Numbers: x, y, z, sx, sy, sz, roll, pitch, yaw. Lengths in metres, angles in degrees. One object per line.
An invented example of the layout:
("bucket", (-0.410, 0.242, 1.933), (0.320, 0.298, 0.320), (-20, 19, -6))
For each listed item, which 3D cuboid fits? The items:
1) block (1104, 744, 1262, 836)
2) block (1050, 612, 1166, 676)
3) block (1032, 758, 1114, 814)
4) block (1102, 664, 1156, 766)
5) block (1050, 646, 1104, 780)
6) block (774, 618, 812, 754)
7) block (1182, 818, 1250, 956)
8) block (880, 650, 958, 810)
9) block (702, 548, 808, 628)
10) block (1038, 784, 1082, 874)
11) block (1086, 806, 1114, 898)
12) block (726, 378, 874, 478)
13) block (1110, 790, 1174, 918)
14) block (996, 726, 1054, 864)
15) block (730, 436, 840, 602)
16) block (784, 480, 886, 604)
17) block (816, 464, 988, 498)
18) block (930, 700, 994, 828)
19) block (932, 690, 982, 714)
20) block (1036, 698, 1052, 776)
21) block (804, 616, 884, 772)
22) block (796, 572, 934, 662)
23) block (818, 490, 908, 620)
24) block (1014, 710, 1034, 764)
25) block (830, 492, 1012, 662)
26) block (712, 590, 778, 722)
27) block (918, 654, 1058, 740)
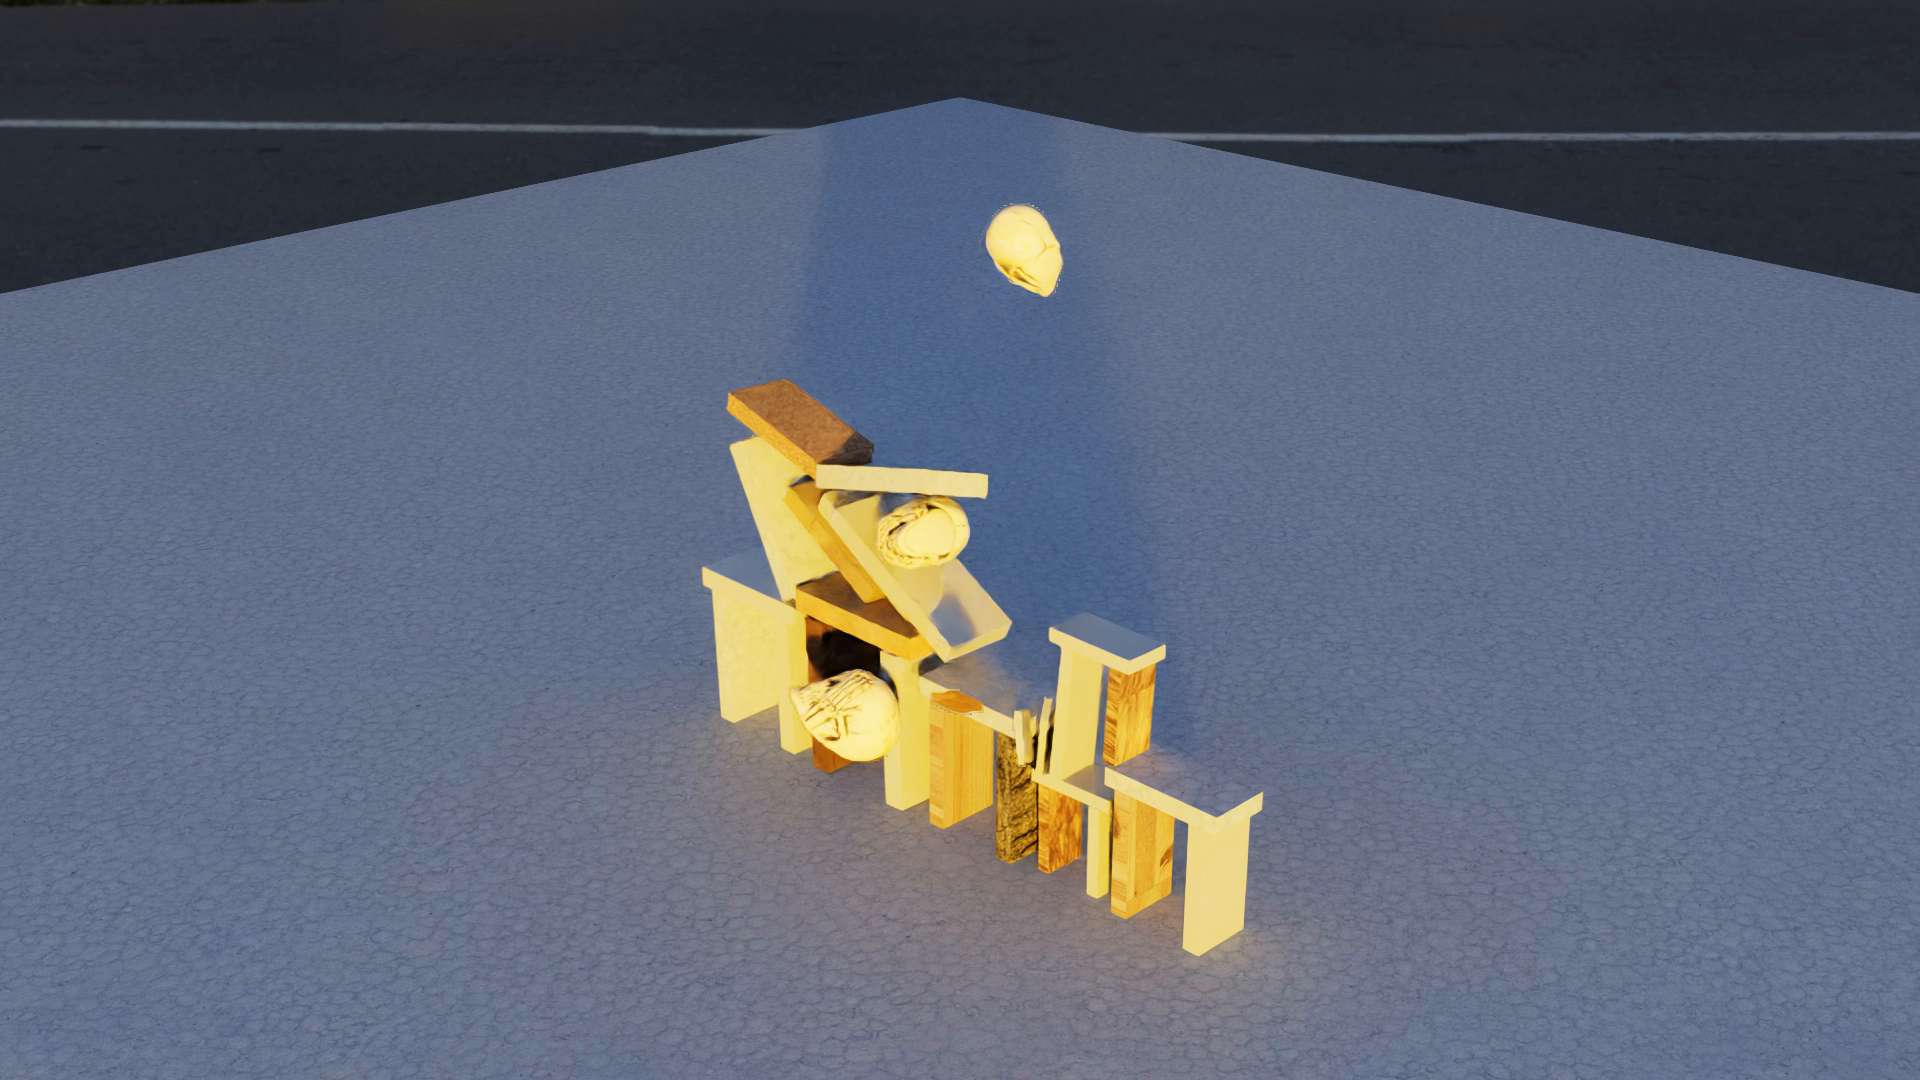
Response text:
("block", (0.404, 0.450, 3.985), (0.261, 0.037, 0.131), (21, 31, 41))
("block", (0.268, 0.187, 4.015), (0.098, 0.028, 0.196), (-21, 31, -40))
("block", (0.238, 0.458, 4.166), (0.188, 0.027, 0.094), (20, 30, 38))
("block", (0.310, 0.308, 4.019), (0.098, 0.196, 0.028), (-21, 34, -41))
("block", (0.221, 0.310, 4.119), (0.028, 0.279, 0.098), (25, 33, 36))
("block", (-0.318, 0.288, 4.691), (0.152, 0.303, 0.043), (-21, 29, -41))
("block", (0.465, 0.611, 3.986), (0.037, 0.261, 0.130), (21, 31, 41))
("block", (-0.077, 0.362, 4.468), (0.170, 0.340, 0.048), (-20, 28, -40))
("block", (-0.394, 0.098, 4.694), (0.303, 0.043, 0.152), (21, 31, 41))
("block", (0.194, 0.540, 4.246), (0.027, 0.188, 0.094), (20, 30, 41))
("block", (0.283, 0.575, 4.164), (0.094, 0.188, 0.027), (-21, 31, -41))
("block", (-0.330, -0.232, 4.527), (0.149, 0.042, 0.299), (-18, 43, -38))
("block", (0.342, 0.563, 4.100), (0.037, 0.261, 0.131), (21, 31, 41))
("block", (0.134, 0.477, 4.279), (0.140, 0.280, 0.040), (-21, 31, -40))
("block", (-0.356, -0.058, 4.592), (0.149, 0.341, 0.042), (-21, 4, -41))
("block", (-0.216, -0.007, 4.536), (0.149, 0.042, 0.299), (-18, 58, -41))
("block", (-0.117, -0.116, 4.321), (0.162, 0.046, 0.323), (3, 1, -44))
("block", (0.003, 0.425, 4.401), (0.140, 0.280, 0.040), (-21, 31, -40))
("block", (-0.005, 0.292, 3.963), (0.049, 0.014, 0.098), (-9, -21, 27))
("block", (0.155, 0.368, 4.096), (0.014, 0.203, 0.049), (8, 55, 4))
("block", (-0.237, 0.300, 4.614), (0.048, 0.340, 0.170), (17, 28, 41))
("block", (-0.158, 0.146, 4.476), (0.170, 0.048, 0.340), (-21, 31, -41))
("block", (-0.133, 0.013, 4.483), (0.162, 0.046, 0.323), (-18, 57, -37))
("block", (0.119, 0.367, 4.101), (0.014, 0.098, 0.049), (-5, -3, 21))
("block", (-0.080, 0.066, 4.386), (0.162, 0.046, 0.392), (-20, 58, -38))
("block", (-0.461, 0.232, 4.823), (0.152, 0.303, 0.043), (-21, 29, -41))
("block", (0.067, 0.305, 4.275), (0.140, 0.040, 0.280), (-21, 31, -40))
